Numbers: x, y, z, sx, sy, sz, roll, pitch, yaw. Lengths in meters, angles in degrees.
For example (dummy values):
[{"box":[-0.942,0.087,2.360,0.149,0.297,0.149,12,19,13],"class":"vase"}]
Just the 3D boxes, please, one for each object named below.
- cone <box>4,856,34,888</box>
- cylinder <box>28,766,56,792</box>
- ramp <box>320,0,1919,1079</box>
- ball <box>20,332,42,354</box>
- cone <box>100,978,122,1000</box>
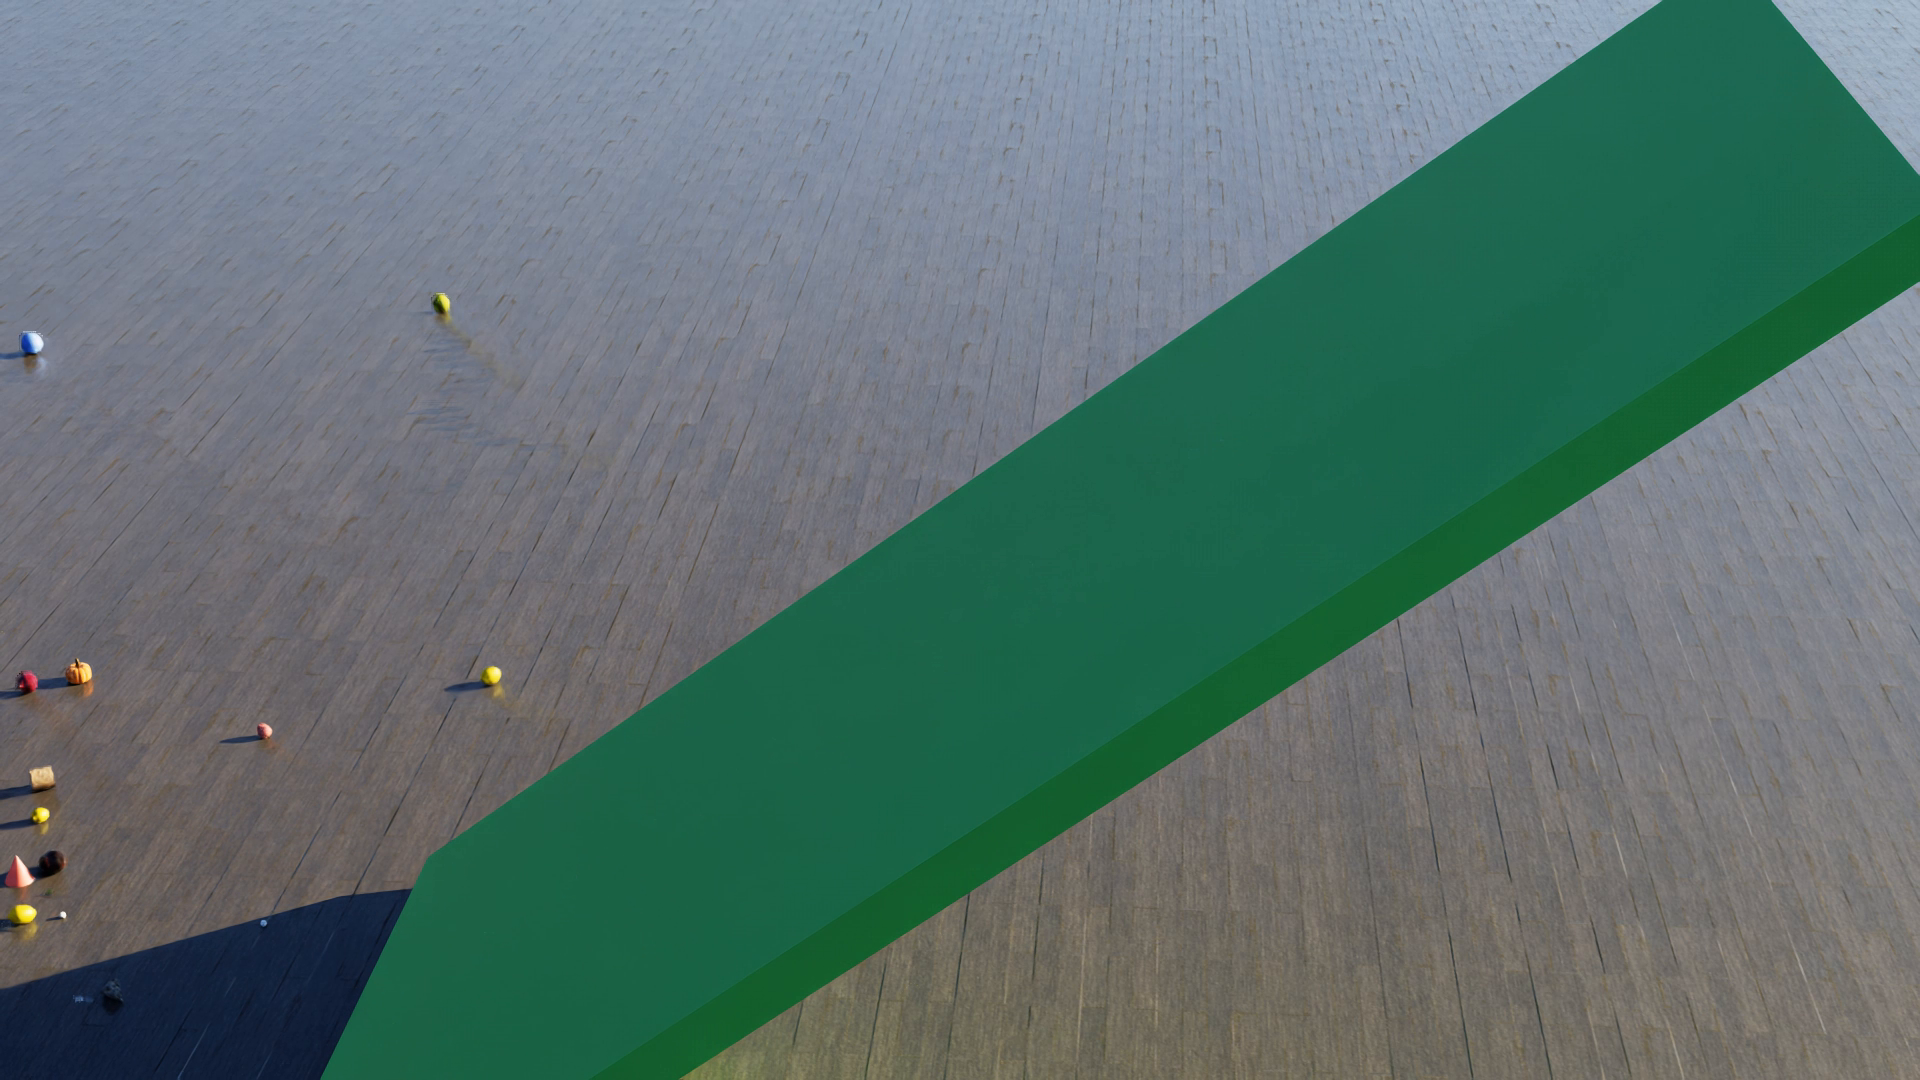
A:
[{"box":[-2.511,0.873,7.837,0.077,0.077,0.077,0,23,0],"class":"cone"},{"box":[-2.598,0.677,8.326,0.059,0.059,0.059,-18,28,-22],"class":"cylinder"},{"box":[0.127,0.180,6.325,4.000,0.100,2.000,-35,16,17],"class":"ramp"},{"box":[-3.717,-0.786,11.774,0.085,0.085,0.085,0,23,0],"class":"ball"},{"box":[-2.094,1.127,7.300,0.054,0.054,0.054,42,40,20],"class":"cone"}]
